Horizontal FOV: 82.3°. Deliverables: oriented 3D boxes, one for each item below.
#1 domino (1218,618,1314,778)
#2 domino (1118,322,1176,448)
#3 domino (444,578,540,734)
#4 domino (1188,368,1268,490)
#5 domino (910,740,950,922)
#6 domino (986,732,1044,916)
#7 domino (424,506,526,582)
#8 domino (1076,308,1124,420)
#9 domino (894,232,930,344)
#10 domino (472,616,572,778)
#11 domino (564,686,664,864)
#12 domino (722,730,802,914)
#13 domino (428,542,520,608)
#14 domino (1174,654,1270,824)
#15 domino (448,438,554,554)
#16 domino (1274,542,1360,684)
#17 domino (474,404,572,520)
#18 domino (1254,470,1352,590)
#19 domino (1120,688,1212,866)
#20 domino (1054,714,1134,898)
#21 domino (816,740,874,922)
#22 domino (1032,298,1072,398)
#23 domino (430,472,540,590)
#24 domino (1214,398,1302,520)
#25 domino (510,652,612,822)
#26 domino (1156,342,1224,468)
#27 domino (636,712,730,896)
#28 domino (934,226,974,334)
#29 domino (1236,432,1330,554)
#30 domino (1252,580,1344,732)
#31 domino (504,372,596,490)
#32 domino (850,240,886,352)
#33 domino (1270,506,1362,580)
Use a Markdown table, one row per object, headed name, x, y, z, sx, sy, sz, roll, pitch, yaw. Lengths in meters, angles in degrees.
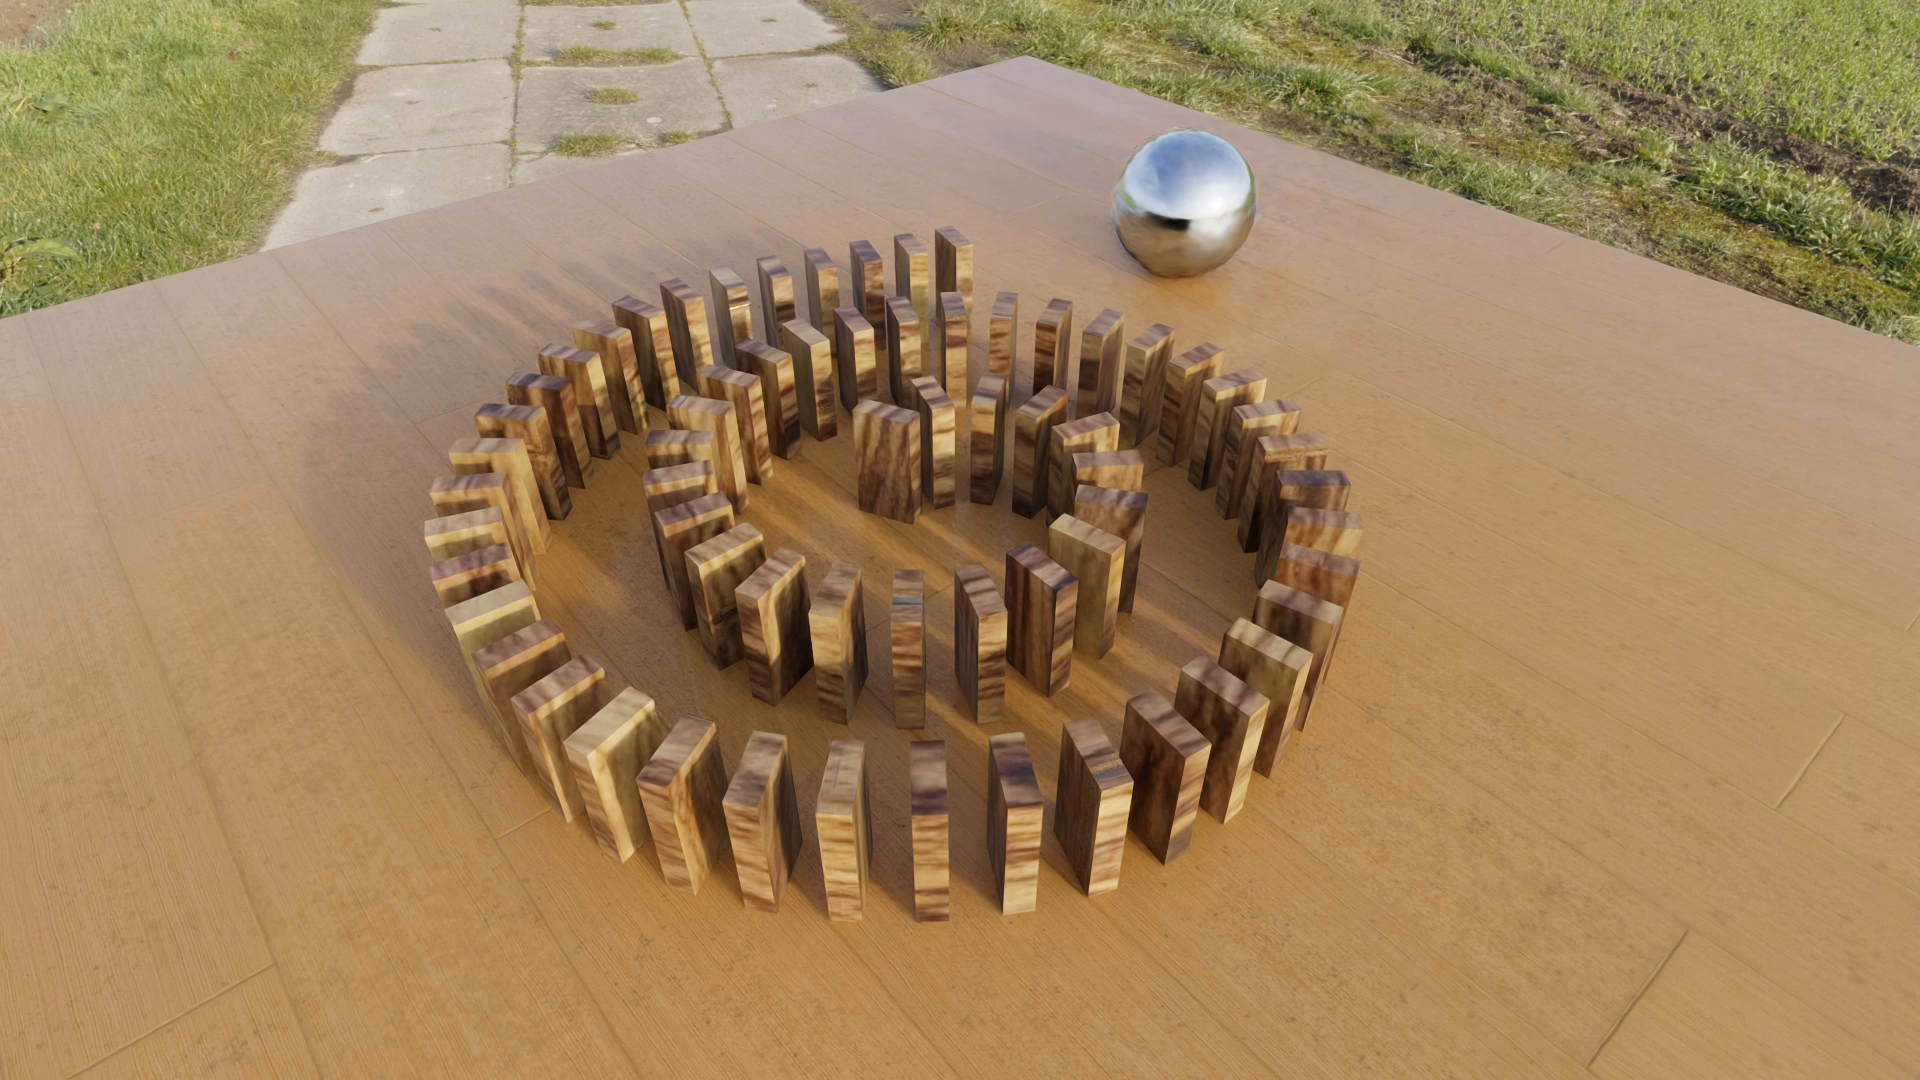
| name | x | y | z | sx | sy | sz | roll | pitch | yaw |
| --- | --- | --- | --- | --- | --- | --- | --- | --- | --- |
| domino | 0.094 | 0.051 | 0.350 | 0.025 | 0.050 | 0.009 | 28 | 47 | 30 |
| domino | 0.084 | -0.070 | 0.496 | 0.010 | 0.050 | 0.025 | 27 | 46 | 29 |
| domino | -0.149 | 0.039 | 0.364 | 0.025 | 0.050 | 0.009 | -25 | 45 | -27 |
| domino | 0.113 | -0.047 | 0.468 | 0.025 | 0.050 | 0.009 | -17 | 42 | -19 |
| domino | -0.008 | 0.083 | 0.310 | 0.010 | 0.050 | 0.025 | -2 | 39 | -2 |
| domino | 0.015 | 0.081 | 0.312 | 0.009 | 0.050 | 0.025 | -6 | 40 | -8 |
| domino | -0.172 | 0.013 | 0.396 | 0.025 | 0.050 | 0.009 | -13 | 41 | -16 |
| domino | 0.064 | -0.078 | 0.506 | 0.009 | 0.050 | 0.025 | 20 | 43 | 23 |
| domino | -0.025 | -0.130 | 0.570 | 0.009 | 0.050 | 0.025 | -13 | 41 | -16 |
| domino | -0.134 | 0.051 | 0.350 | 0.025 | 0.050 | 0.009 | -30 | 48 | -31 |
| domino | -0.099 | 0.070 | 0.326 | 0.010 | 0.050 | 0.025 | 22 | 44 | 25 |
| domino | -0.055 | 0.081 | 0.313 | 0.009 | 0.050 | 0.025 | 7 | 40 | 8 |
| domino | -0.162 | 0.026 | 0.379 | 0.025 | 0.050 | 0.010 | -19 | 43 | -22 |
| domino | 0.077 | 0.061 | 0.336 | 0.010 | 0.050 | 0.025 | -30 | 48 | -31 |
| domino | -0.179 | -0.016 | 0.432 | 0.025 | 0.050 | 0.010 | 0 | 39 | 0 |
| domino | 0.119 | 0.026 | 0.380 | 0.025 | 0.050 | 0.010 | 16 | 42 | 19 |
| domino | -0.178 | -0.031 | 0.450 | 0.025 | 0.050 | 0.009 | 4 | 40 | 5 |
| domino | 0.128 | -0.003 | 0.415 | 0.025 | 0.050 | 0.009 | 0 | 39 | 0 |
| domino | 0.059 | 0.071 | 0.325 | 0.010 | 0.050 | 0.025 | -22 | 44 | -25 |
| domino | 0.038 | 0.077 | 0.317 | 0.010 | 0.050 | 0.025 | -13 | 41 | -15 |
| domino | -0.032 | 0.083 | 0.311 | 0.010 | 0.050 | 0.025 | 2 | 39 | 3 |
| domino | 0.043 | -0.084 | 0.514 | 0.010 | 0.050 | 0.025 | 14 | 41 | 16 |
| domino | -0.178 | -0.002 | 0.413 | 0.025 | 0.050 | 0.009 | -5 | 40 | -7 |
| domino | 0.122 | -0.033 | 0.451 | 0.025 | 0.050 | 0.010 | -10 | 40 | -12 |
| domino | -0.118 | 0.061 | 0.337 | 0.010 | 0.050 | 0.025 | 29 | 47 | 31 |
| domino | 0.101 | -0.059 | 0.484 | 0.025 | 0.050 | 0.009 | -28 | 47 | -30 |
| domino | -0.078 | 0.077 | 0.318 | 0.010 | 0.050 | 0.025 | 13 | 41 | 16 |
| domino | -0.003 | -0.136 | 0.577 | 0.009 | 0.050 | 0.025 | -18 | 42 | -20 |
| domino | 0.127 | -0.018 | 0.434 | 0.025 | 0.050 | 0.010 | -5 | 40 | -7 |
| domino | 0.108 | 0.039 | 0.364 | 0.025 | 0.050 | 0.009 | 23 | 44 | 25 |
| domino | -0.174 | -0.046 | 0.468 | 0.025 | 0.050 | 0.010 | 8 | 40 | 10 |
| domino | -0.047 | -0.125 | 0.564 | 0.010 | 0.050 | 0.025 | -14 | 41 | -16 |
| domino | 0.126 | 0.012 | 0.397 | 0.025 | 0.050 | 0.009 | 7 | 40 | 8 |
